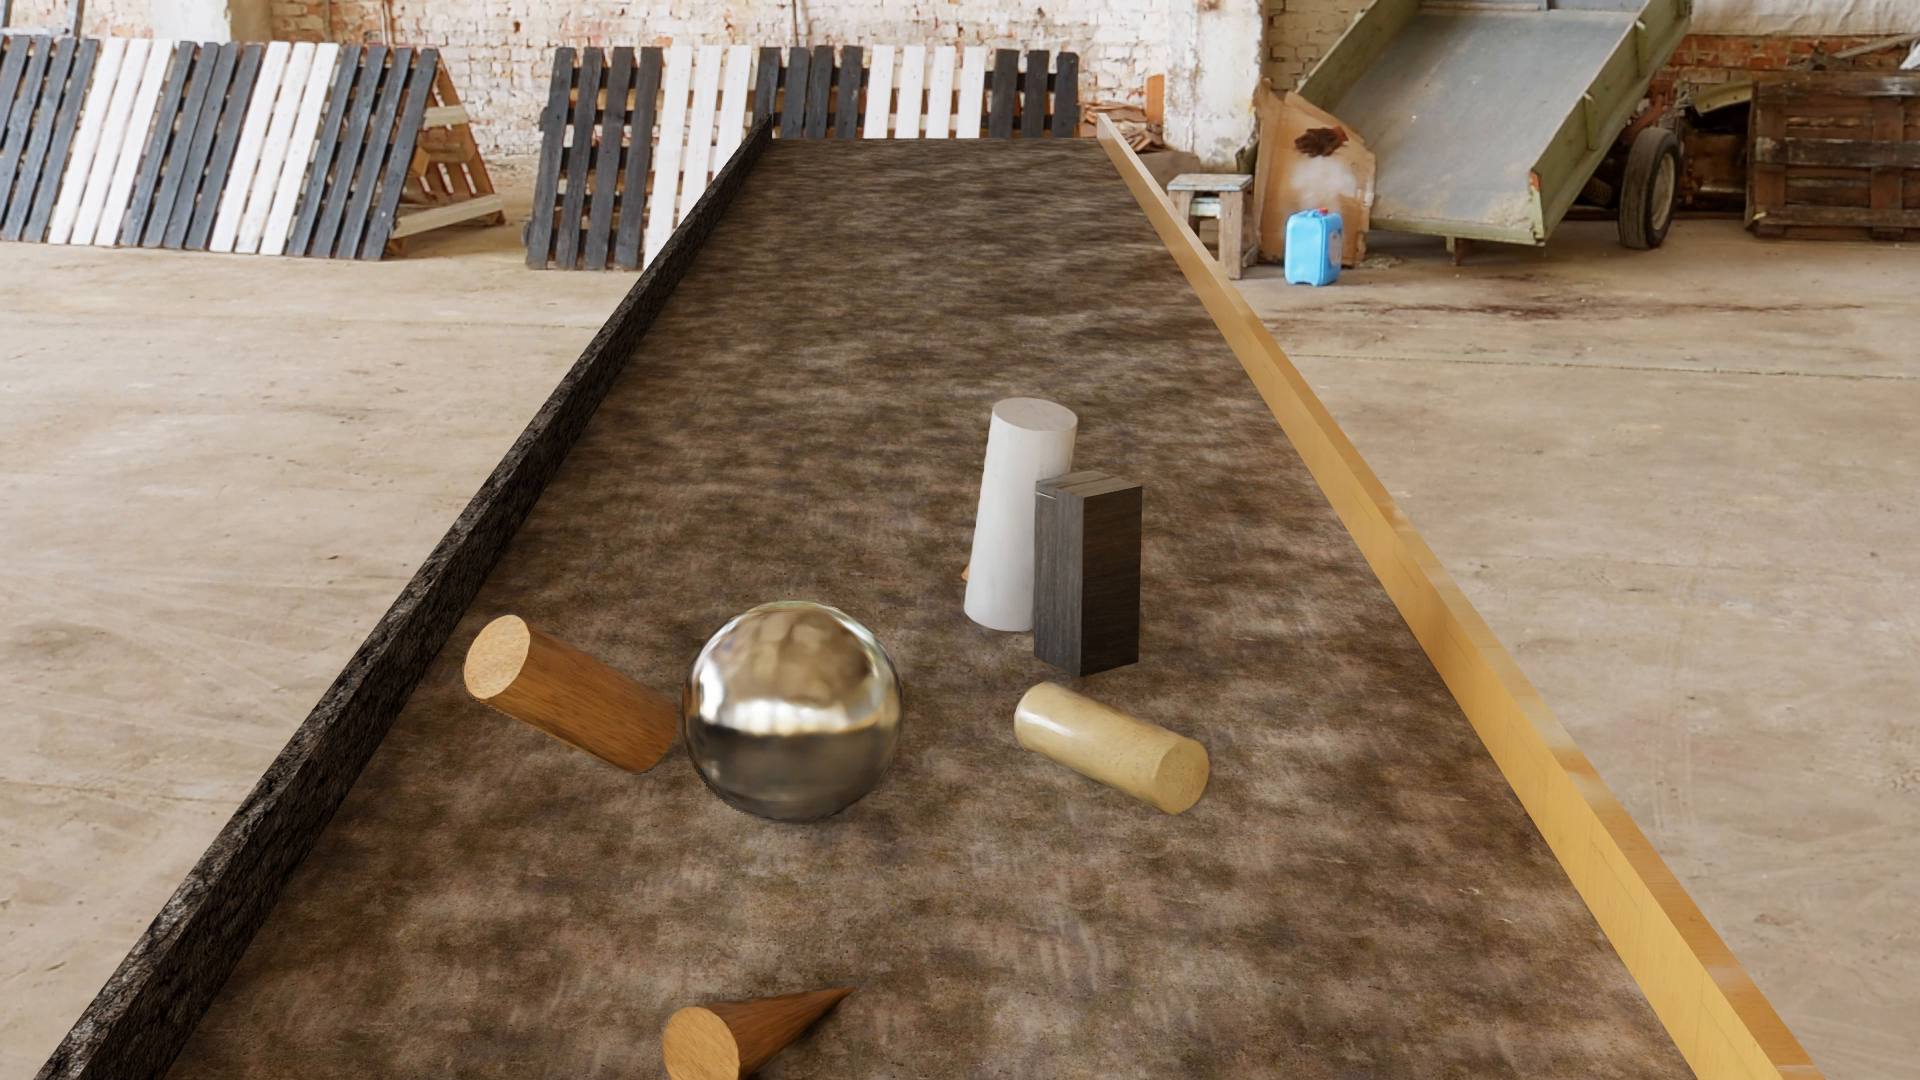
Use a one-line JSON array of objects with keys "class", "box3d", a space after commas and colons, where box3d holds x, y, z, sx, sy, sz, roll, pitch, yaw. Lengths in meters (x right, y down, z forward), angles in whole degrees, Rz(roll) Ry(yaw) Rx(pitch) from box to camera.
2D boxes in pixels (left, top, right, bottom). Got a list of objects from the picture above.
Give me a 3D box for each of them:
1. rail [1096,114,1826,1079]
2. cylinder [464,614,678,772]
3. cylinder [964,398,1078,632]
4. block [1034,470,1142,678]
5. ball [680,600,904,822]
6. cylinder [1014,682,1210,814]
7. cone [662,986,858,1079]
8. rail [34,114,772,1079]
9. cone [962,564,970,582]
[{"class": "rail", "box3d": [0.932, -0.844, 7.801, 0.050, 0.150, 12.000, 0, 17, -1]}, {"class": "cylinder", "box3d": [-0.657, 0.265, 3.740, 0.147, 0.147, 0.365, 16, -14, 42]}, {"class": "cylinder", "box3d": [0.123, -0.051, 4.557, 0.175, 0.455, 0.175, 7, 25, -3]}, {"class": "block", "box3d": [0.252, 0.065, 4.367, 0.149, 0.366, 0.149, -12, 20, -35]}, {"class": "ball", "box3d": [-0.276, 0.281, 3.636, 0.367, 0.367, 0.367, 0, 17, 0]}, {"class": "cylinder", "box3d": [0.258, 0.355, 3.805, 0.129, 0.129, 0.360, -13, 21, -37]}, {"class": "cone", "box3d": [-0.237, 0.643, 2.954, 0.125, 0.125, 0.357, 10, 10, 31]}, {"class": "rail", "box3d": [-1.118, -0.838, 7.780, 0.050, 0.150, 12.000, 0, 17, -1]}, {"class": "cone", "box3d": [0.139, -0.074, 4.761, 0.126, 0.390, 0.126, 24, 9, -4]}]
